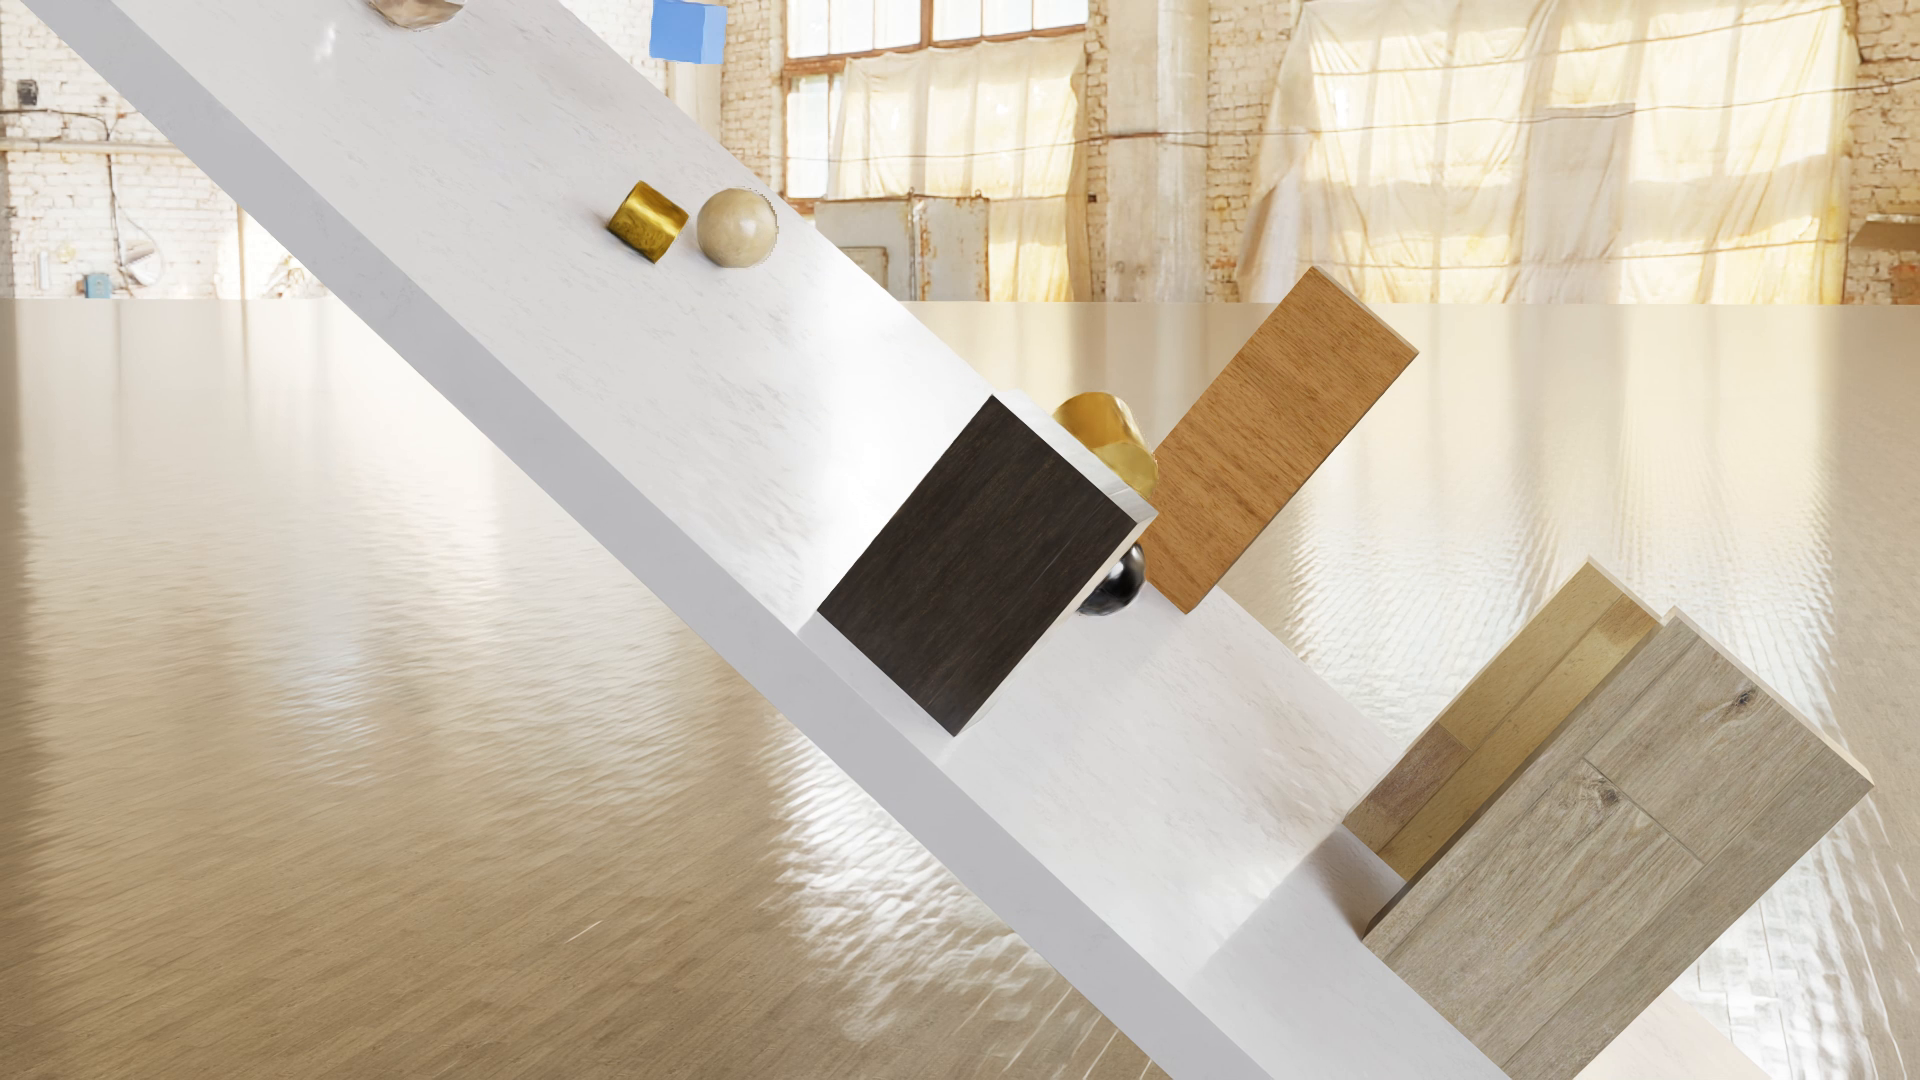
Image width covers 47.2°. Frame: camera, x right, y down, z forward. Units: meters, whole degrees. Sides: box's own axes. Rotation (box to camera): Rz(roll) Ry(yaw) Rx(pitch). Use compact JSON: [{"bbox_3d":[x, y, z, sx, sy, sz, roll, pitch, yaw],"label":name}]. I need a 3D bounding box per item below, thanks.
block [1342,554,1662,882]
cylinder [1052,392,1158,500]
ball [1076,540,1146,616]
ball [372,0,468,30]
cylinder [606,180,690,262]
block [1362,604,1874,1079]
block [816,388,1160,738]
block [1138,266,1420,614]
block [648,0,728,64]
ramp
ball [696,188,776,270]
[{"bbox_3d":[1.081,0.416,4.015,0.420,0.661,0.107,42,16,8],"label":"block"},{"bbox_3d":[0.285,-0.172,4.483,0.189,0.189,0.189,-2,37,-13],"label":"cylinder"},{"bbox_3d":[0.252,0.051,4.027,0.178,0.178,0.178,0,7,0],"label":"ball"},{"bbox_3d":[-1.020,-1.061,4.141,0.198,0.198,0.198,0,7,0],"label":"ball"},{"bbox_3d":[-0.571,-0.583,4.021,0.109,0.109,0.109,35,-2,-14],"label":"cylinder"},{"bbox_3d":[1.046,0.512,3.545,0.390,0.737,0.120,42,16,8],"label":"block"},{"bbox_3d":[0.039,0.031,3.184,0.274,0.415,0.143,42,16,8],"label":"block"},{"bbox_3d":[0.599,-0.202,4.511,0.271,0.707,0.106,42,16,8],"label":"block"},{"bbox_3d":[-0.546,-1.023,4.424,0.112,0.112,0.112,11,16,14],"label":"block"},{"bbox_3d":[0.011,0.035,4.035,4.000,0.100,2.000,42,16,8],"label":"ramp"},{"bbox_3d":[-0.438,-0.608,4.294,0.157,0.157,0.157,0,7,0],"label":"ball"}]
